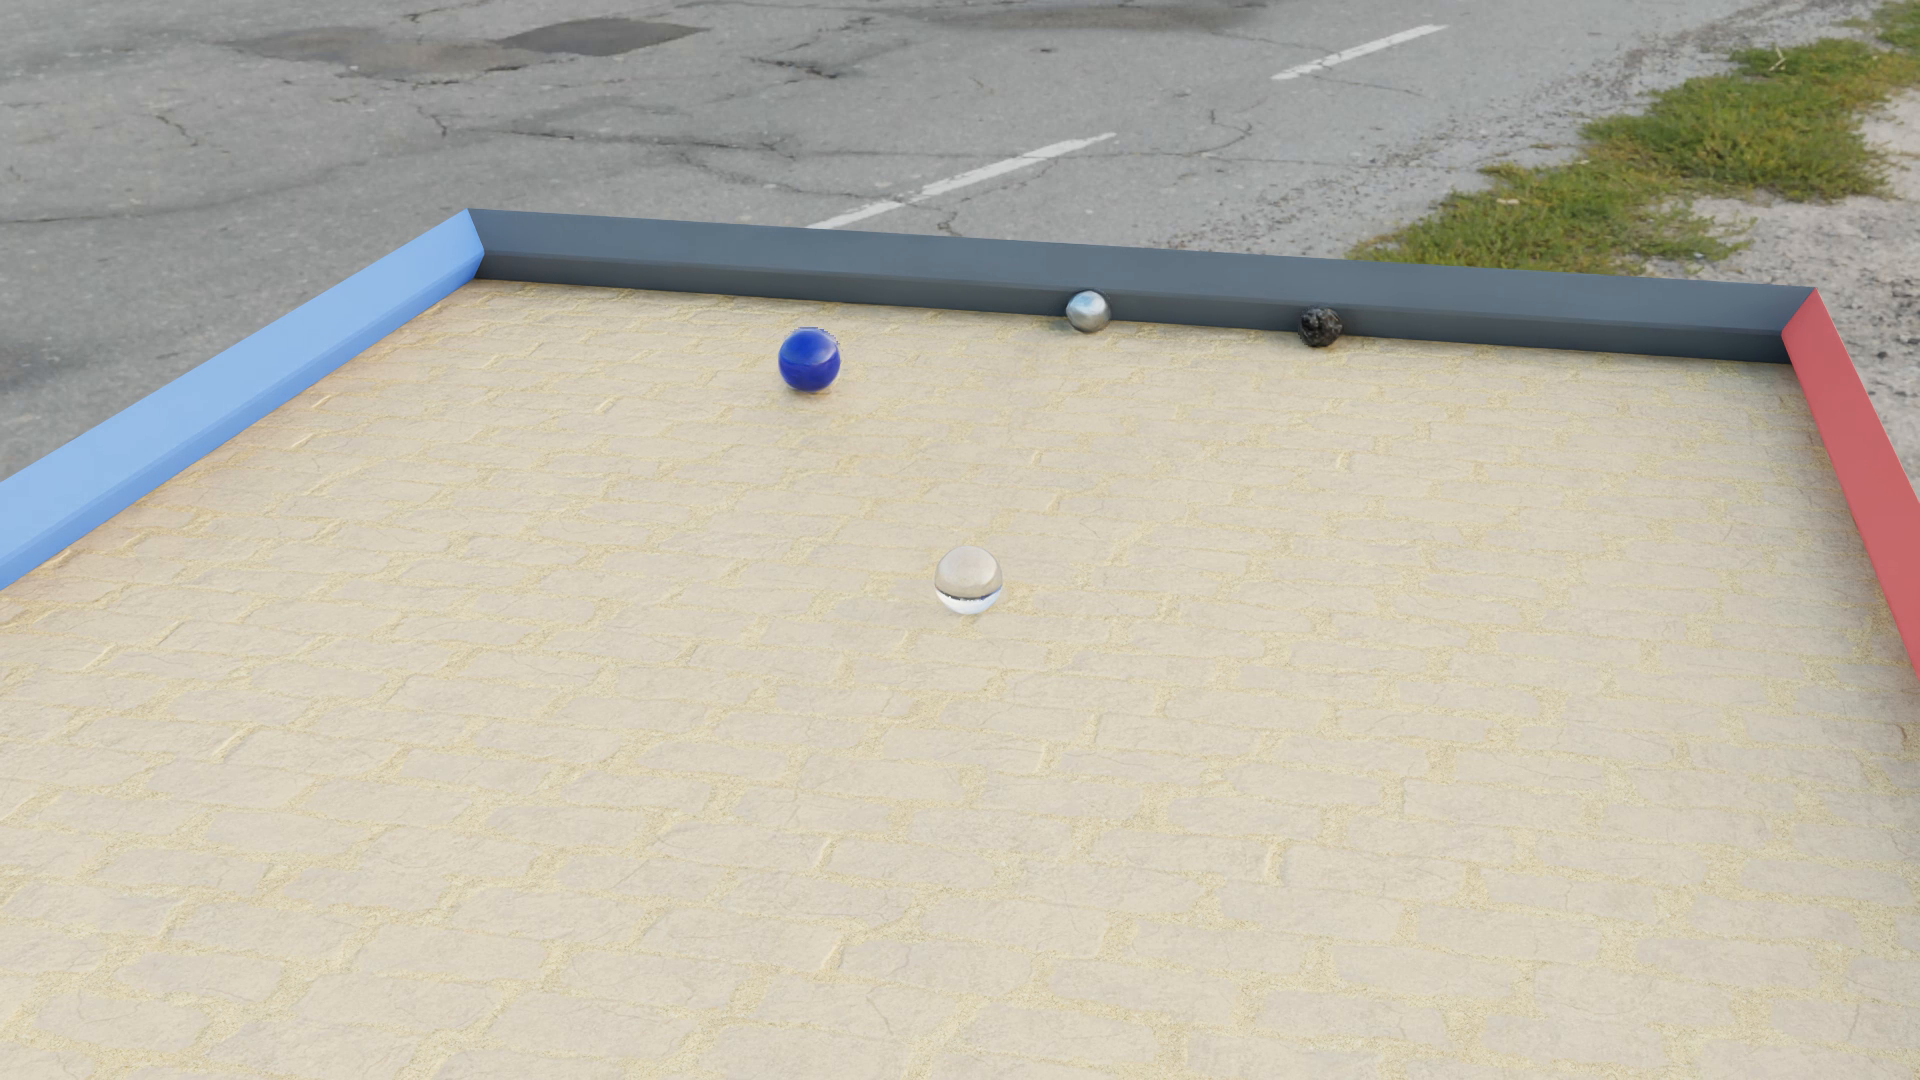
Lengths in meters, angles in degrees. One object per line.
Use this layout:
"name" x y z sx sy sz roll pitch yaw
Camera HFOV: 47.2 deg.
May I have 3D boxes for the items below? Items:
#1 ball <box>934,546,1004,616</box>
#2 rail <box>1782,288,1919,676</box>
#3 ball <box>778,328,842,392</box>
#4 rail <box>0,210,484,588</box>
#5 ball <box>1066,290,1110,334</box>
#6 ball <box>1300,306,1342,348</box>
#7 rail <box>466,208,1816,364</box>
"ball" 0.009 0.043 2.382 0.076 0.076 0.076 0 23 0
"rail" 0.772 0.441 1.392 0.045 0.115 3.933 5 23 11
"ball" -0.209 -0.249 3.054 0.089 0.089 0.089 0 23 0
"rail" -1.198 0.270 1.794 0.045 0.115 3.933 5 23 11
"ball" 0.193 -0.344 3.308 0.066 0.066 0.066 0 23 0
"ball" 0.532 -0.315 3.245 0.060 0.060 0.060 0 23 0
"rail" 0.208 -0.385 3.339 2.066 0.115 0.045 5 23 11
